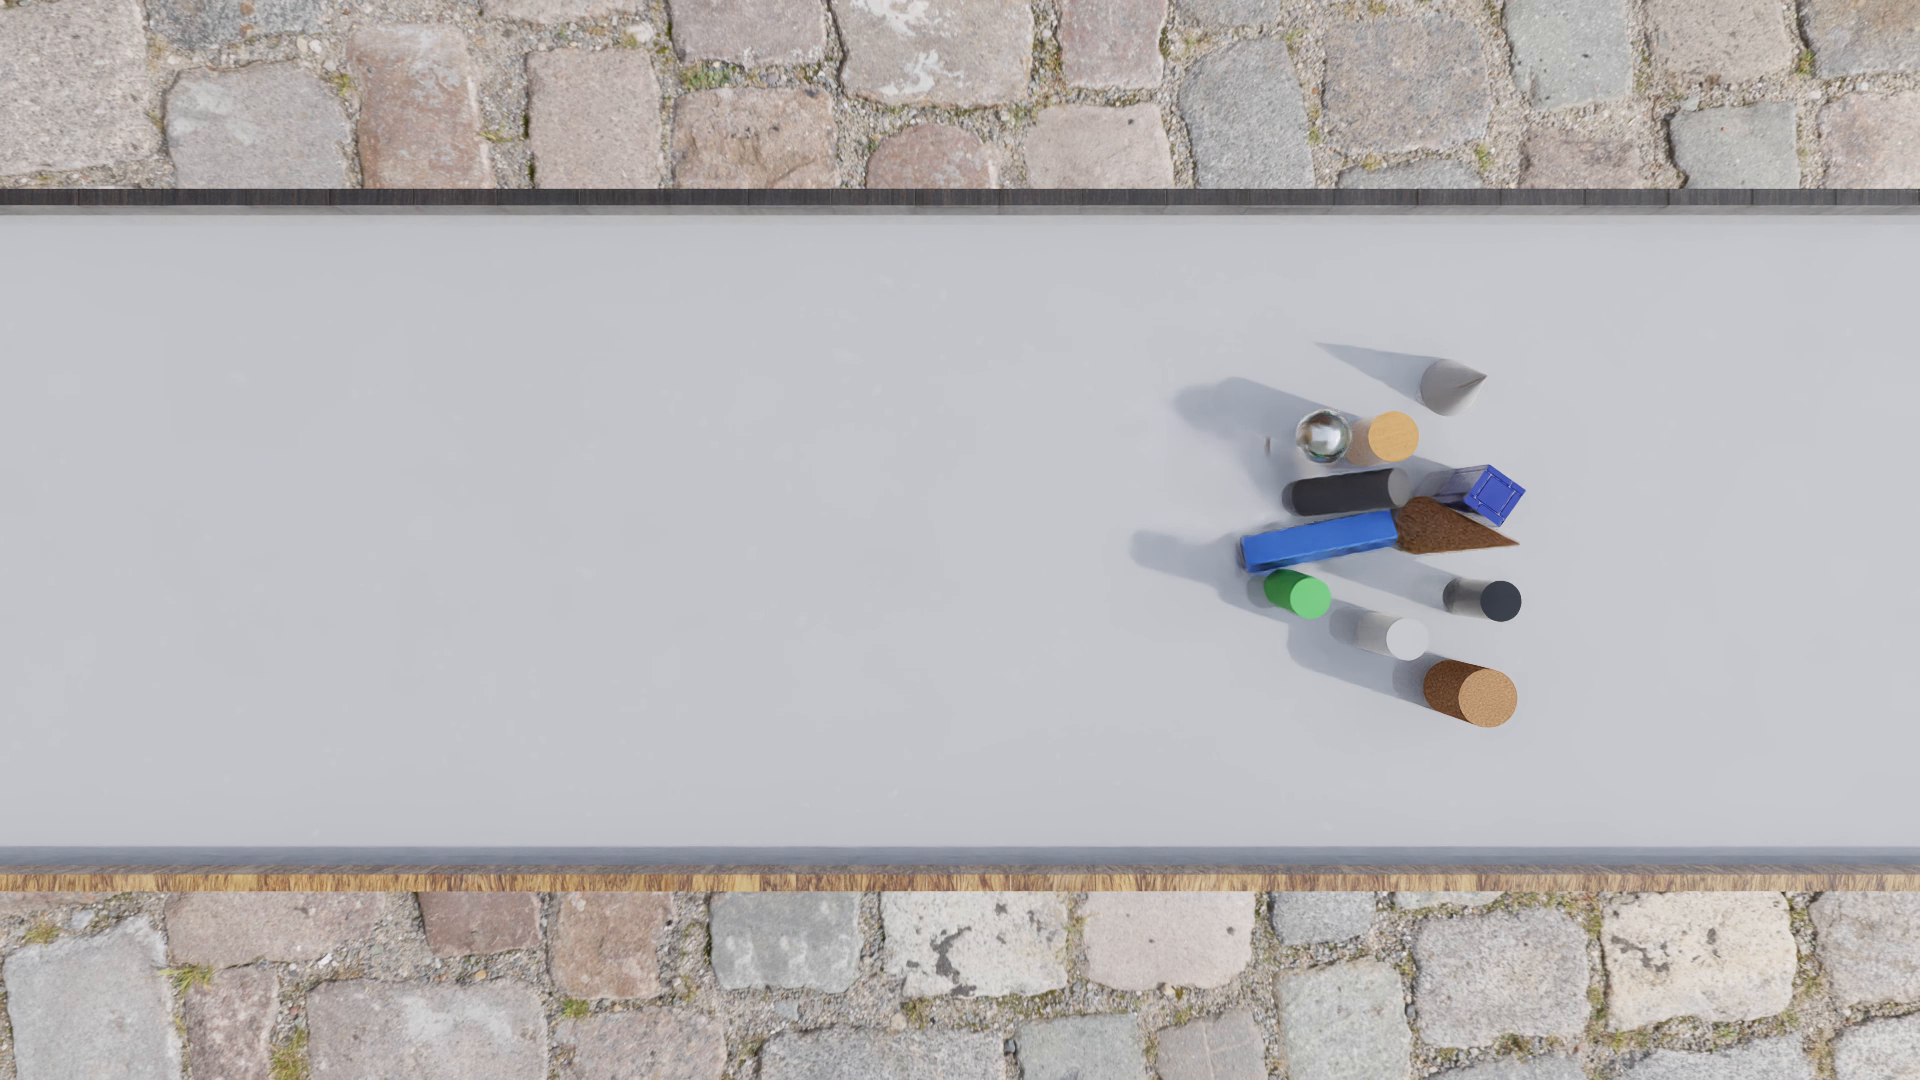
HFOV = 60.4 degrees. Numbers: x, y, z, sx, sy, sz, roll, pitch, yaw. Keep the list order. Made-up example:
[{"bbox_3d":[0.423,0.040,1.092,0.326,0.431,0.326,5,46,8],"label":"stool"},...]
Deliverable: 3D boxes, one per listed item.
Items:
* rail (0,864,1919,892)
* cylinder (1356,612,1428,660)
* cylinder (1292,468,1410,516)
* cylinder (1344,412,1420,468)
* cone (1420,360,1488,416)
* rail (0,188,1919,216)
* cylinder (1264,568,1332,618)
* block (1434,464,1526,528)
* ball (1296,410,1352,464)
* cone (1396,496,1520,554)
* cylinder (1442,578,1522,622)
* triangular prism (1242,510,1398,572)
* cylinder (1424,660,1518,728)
[{"bbox_3d":[-2.247,1.025,5.001,12.000,0.150,0.050,0,90,0],"label":"rail"},{"bbox_3d":[1.279,0.283,4.894,0.122,0.364,0.122,0,90,0],"label":"cylinder"},{"bbox_3d":[1.162,-0.141,4.913,0.114,0.338,0.114,5,82,-42],"label":"cylinder"},{"bbox_3d":[1.246,-0.297,4.907,0.146,0.340,0.146,0,90,0],"label":"cylinder"},{"bbox_3d":[1.505,-0.469,4.889,0.177,0.375,0.177,0,90,0],"label":"cone"},{"bbox_3d":[-2.247,-1.025,5.002,12.000,0.150,0.050,0,90,0],"label":"rail"},{"bbox_3d":[0.998,0.156,4.891,0.118,0.363,0.118,0,93,-1],"label":"cylinder"},{"bbox_3d":[1.546,-0.128,4.922,0.131,0.309,0.131,35,90,0],"label":"block"},{"bbox_3d":[1.065,-0.303,4.833,0.161,0.161,0.161,0,90,0],"label":"ball"},{"bbox_3d":[1.494,-0.015,4.846,0.178,0.425,0.178,-4,100,-26],"label":"cone"},{"bbox_3d":[1.544,0.175,4.892,0.118,0.369,0.118,0,90,0],"label":"cylinder"},{"bbox_3d":[1.090,0.018,4.987,0.450,0.098,0.113,-11,106,6],"label":"triangular prism"},{"bbox_3d":[1.510,0.453,4.896,0.169,0.361,0.169,0,90,0],"label":"cylinder"}]
